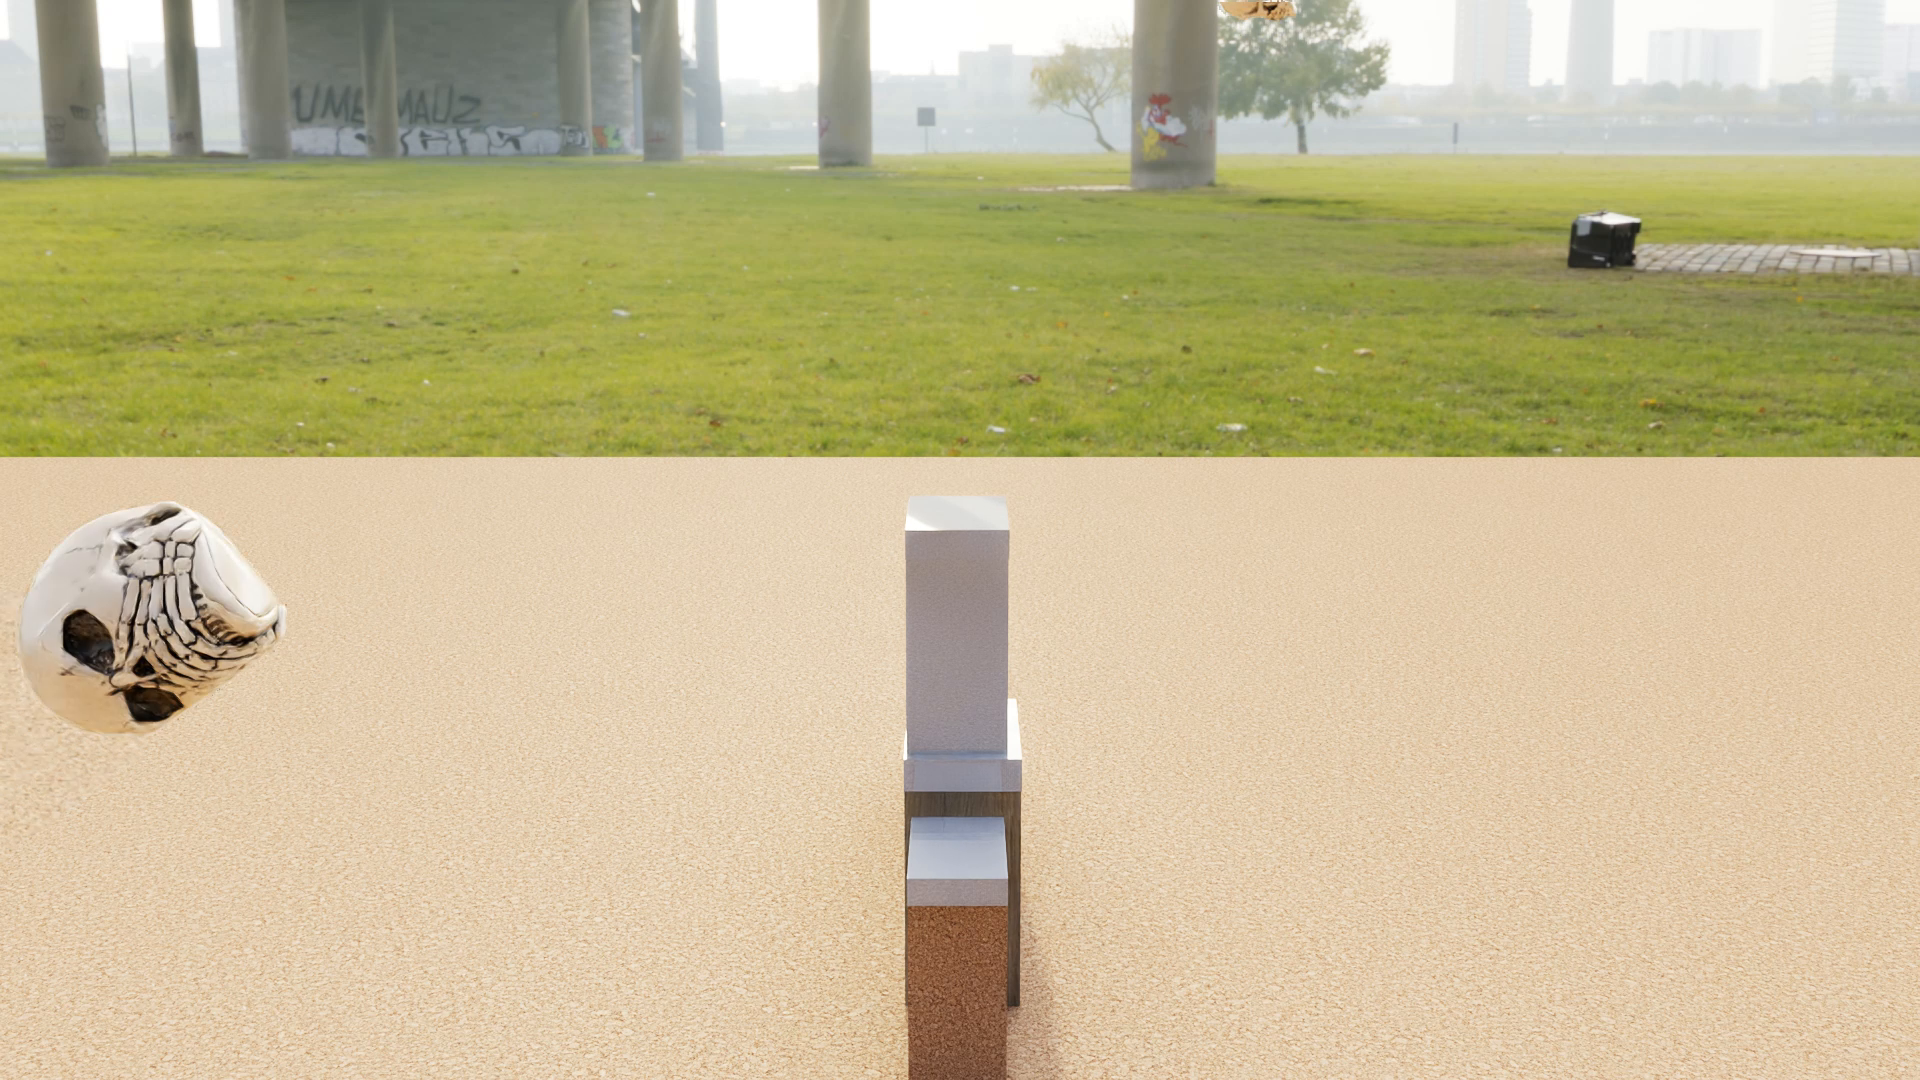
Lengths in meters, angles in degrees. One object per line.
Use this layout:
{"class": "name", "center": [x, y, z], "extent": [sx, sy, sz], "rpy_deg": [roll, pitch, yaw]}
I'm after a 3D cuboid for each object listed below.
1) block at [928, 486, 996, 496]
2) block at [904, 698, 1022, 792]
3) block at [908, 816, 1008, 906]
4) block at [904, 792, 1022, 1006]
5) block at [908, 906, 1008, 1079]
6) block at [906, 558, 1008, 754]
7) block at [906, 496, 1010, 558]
{"class": "block", "center": [0.004, -0.062, 3.945], "extent": [0.121, 0.034, 0.243], "rpy_deg": [0, 10, 0]}
{"class": "block", "center": [0.004, 0.301, 3.265], "extent": [0.167, 0.047, 0.334], "rpy_deg": [0, 11, 0]}
{"class": "block", "center": [-0.003, 0.433, 2.982], "extent": [0.130, 0.037, 0.261], "rpy_deg": [0, 11, 0]}
{"class": "block", "center": [0.004, 0.509, 3.190], "extent": [0.167, 0.334, 0.047], "rpy_deg": [0, 11, 0]}
{"class": "block", "center": [-0.003, 0.596, 2.923], "extent": [0.131, 0.261, 0.037], "rpy_deg": [0, 11, 0]}
{"class": "block", "center": [-0.004, 0.159, 3.113], "extent": [0.144, 0.288, 0.041], "rpy_deg": [0, 11, 0]}
{"class": "block", "center": [-0.004, -0.020, 3.177], "extent": [0.144, 0.041, 0.288], "rpy_deg": [0, 11, 0]}
